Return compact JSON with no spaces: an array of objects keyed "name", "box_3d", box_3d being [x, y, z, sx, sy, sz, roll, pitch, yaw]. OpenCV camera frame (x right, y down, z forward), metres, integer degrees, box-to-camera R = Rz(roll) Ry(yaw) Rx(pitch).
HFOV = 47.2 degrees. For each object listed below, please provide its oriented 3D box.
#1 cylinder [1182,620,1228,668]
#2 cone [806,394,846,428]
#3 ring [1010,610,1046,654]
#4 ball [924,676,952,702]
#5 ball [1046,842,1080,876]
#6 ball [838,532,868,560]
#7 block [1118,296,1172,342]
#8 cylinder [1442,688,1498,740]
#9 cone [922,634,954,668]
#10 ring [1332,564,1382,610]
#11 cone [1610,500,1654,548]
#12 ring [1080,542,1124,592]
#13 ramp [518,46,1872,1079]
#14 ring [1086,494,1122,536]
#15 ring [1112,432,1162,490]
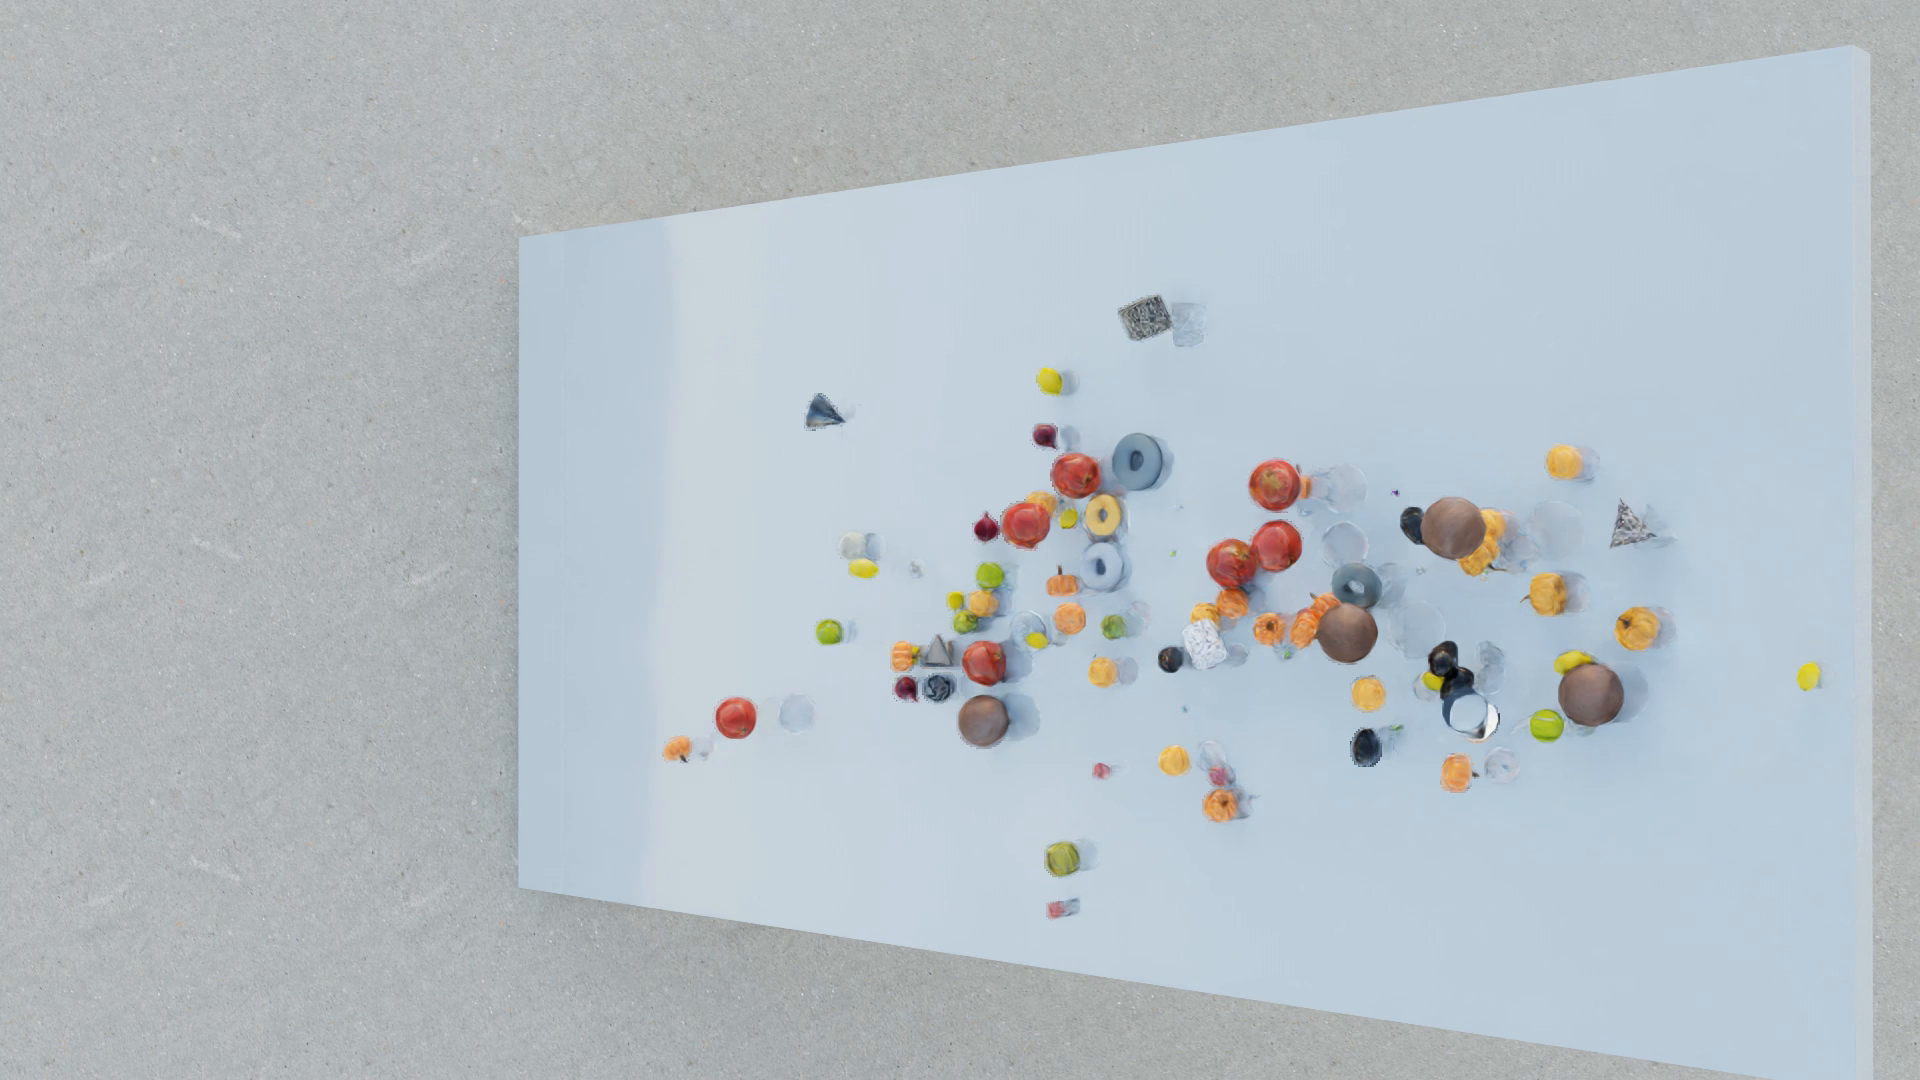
[{"name":"cylinder","box_3d":[0.550,0.234,4.946,0.080,0.080,0.080,-21,58,0]},{"name":"cone","box_3d":[-0.346,-0.329,5.884,0.097,0.097,0.097,21,90,18]},{"name":"ring","box_3d":[0.168,0.228,5.466,0.108,0.036,0.108,4,96,41]},{"name":"ball","box_3d":[-0.057,0.381,5.631,0.070,0.070,0.070,0,90,0]},{"name":"ball","box_3d":[0.250,0.777,5.363,0.084,0.084,0.084,0,90,0]},{"name":"ball","box_3d":[-0.283,0.015,5.819,0.076,0.076,0.076,0,90,0]},{"name":"block","box_3d":[0.436,-0.519,5.154,0.079,0.079,0.079,-26,100,-19]},{"name":"cylinder","box_3d":[1.069,0.366,4.611,0.093,0.093,0.093,-10,69,26]},{"name":"cone","box_3d":[-0.056,0.279,5.621,0.083,0.083,0.083,2,80,0]},{"name":"ring","box_3d":[0.870,0.103,4.824,0.115,0.038,0.115,15,129,20]},{"name":"cone","box_3d":[1.343,-0.040,4.429,0.092,0.092,0.092,-15,86,0]},{"name":"ring","box_3d":[0.341,0.066,5.320,0.124,0.041,0.124,0,90,41]},{"name":"ramp","box_3d":[0.208,0.061,5.523,4.000,0.100,2.000,0,90,40]},{"name":"ring","box_3d":[0.346,-0.062,5.321,0.101,0.034,0.101,-2,87,41]},{"name":"ring","box_3d":[0.423,-0.187,5.249,0.139,0.046,0.139,2,92,42]}]
